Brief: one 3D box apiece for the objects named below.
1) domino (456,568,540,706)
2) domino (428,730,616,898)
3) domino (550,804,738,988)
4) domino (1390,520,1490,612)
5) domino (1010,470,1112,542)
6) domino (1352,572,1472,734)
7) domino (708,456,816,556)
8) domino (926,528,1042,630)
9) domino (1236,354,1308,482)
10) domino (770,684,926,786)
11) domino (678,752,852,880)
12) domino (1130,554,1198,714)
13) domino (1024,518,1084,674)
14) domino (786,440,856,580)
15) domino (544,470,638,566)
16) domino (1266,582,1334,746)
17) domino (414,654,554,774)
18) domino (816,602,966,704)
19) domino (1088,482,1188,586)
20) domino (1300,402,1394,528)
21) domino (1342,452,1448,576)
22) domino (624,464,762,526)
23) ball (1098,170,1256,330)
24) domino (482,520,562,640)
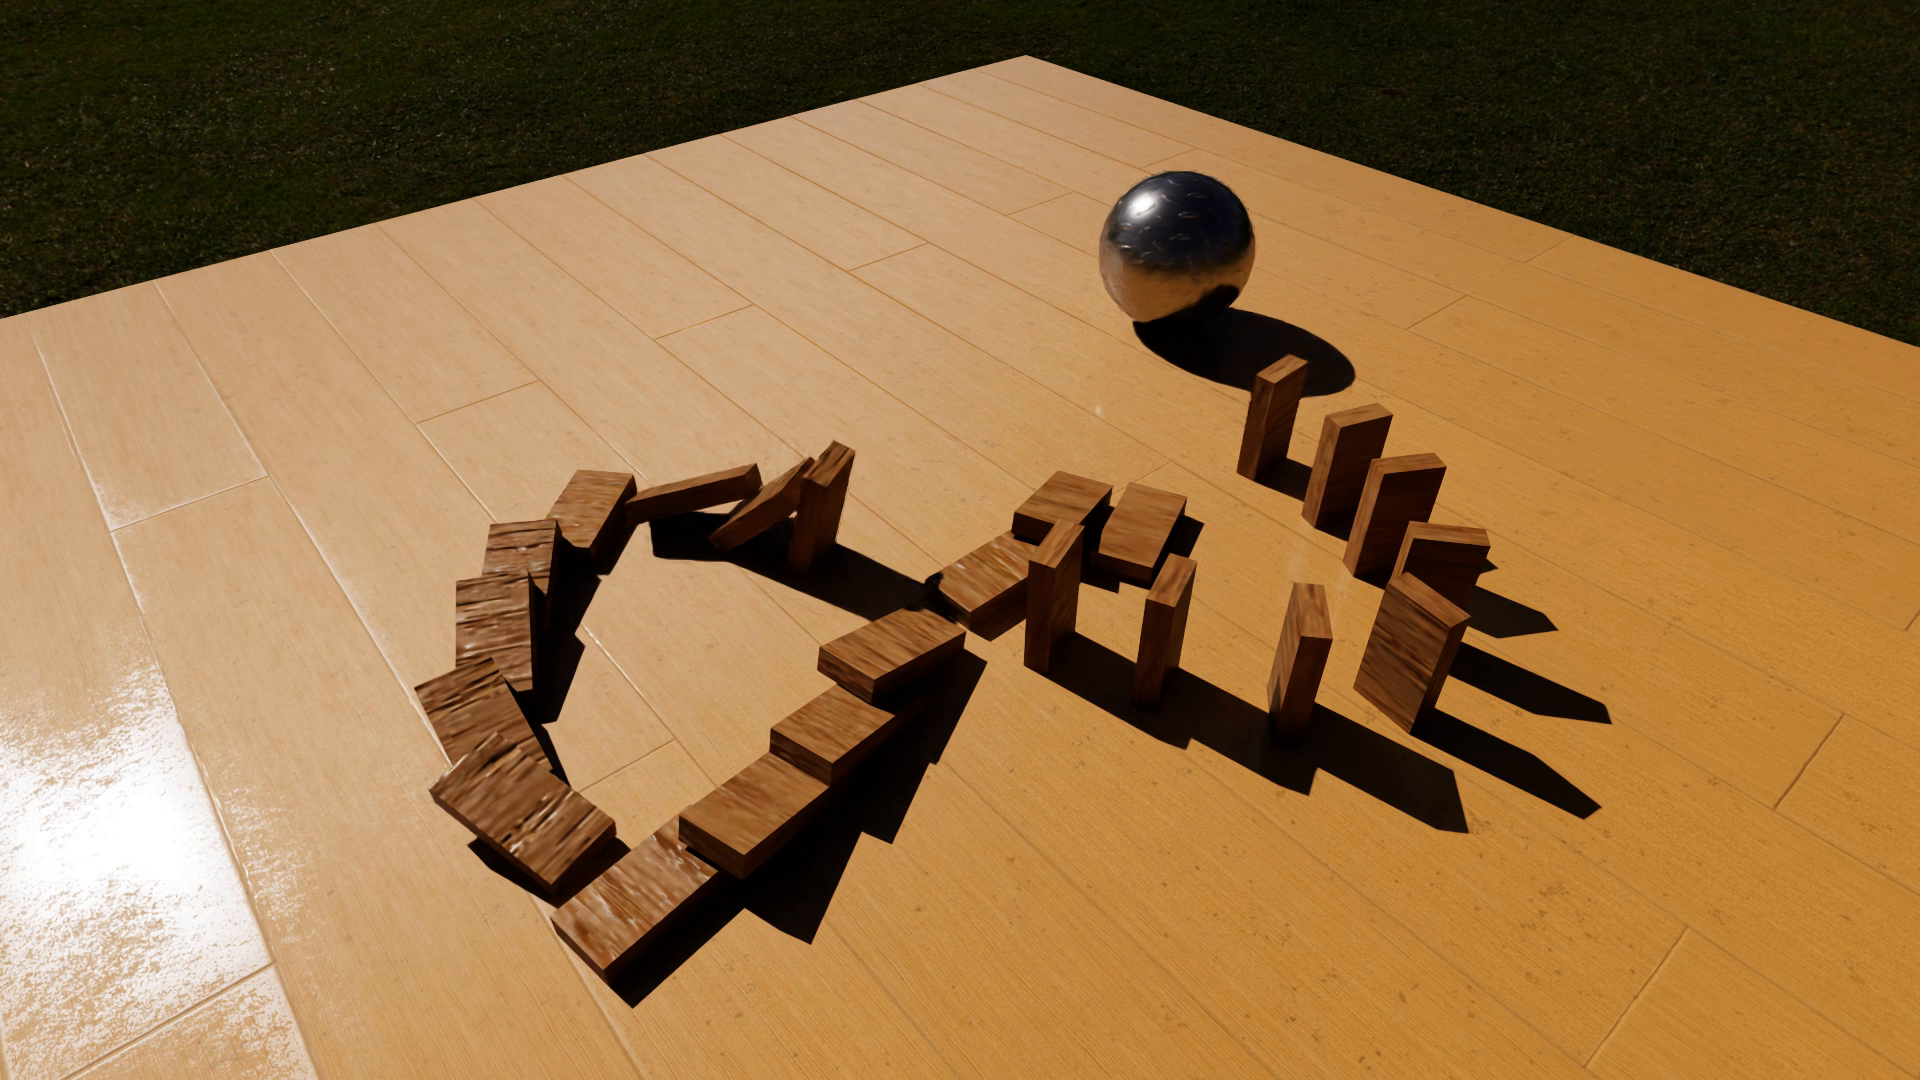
[{"bbox_3d":[-0.164,0.035,0.389,0.025,0.009,0.050,-10,56,-10],"label":"domino"},{"bbox_3d":[-0.132,0.082,0.333,0.050,0.010,0.025,31,51,14],"label":"domino"},{"bbox_3d":[-0.089,0.102,0.319,0.025,0.010,0.050,28,47,30],"label":"domino"},{"bbox_3d":[0.167,0.017,0.391,0.025,0.050,0.009,7,40,8],"label":"domino"},{"bbox_3d":[0.042,-0.013,0.450,0.025,0.009,0.050,17,29,19],"label":"domino"},{"bbox_3d":[0.149,0.038,0.365,0.009,0.050,0.025,-21,44,-24],"label":"domino"},{"bbox_3d":[-0.077,-0.013,0.435,0.050,0.009,0.025,-27,21,39],"label":"domino"},{"bbox_3d":[0.014,0.014,0.427,0.050,0.010,0.025,-30,48,-31],"label":"domino"},{"bbox_3d":[0.135,-0.052,0.475,0.025,0.050,0.009,-31,49,-32],"label":"domino"},{"bbox_3d":[-0.036,0.060,0.361,0.025,0.009,0.050,23,31,26],"label":"domino"},{"bbox_3d":[-0.059,0.080,0.336,0.025,0.009,0.050,22,30,25],"label":"domino"},{"bbox_3d":[0.069,0.032,0.372,0.010,0.050,0.025,17,42,20],"label":"domino"},{"bbox_3d":[0.033,0.020,0.387,0.010,0.050,0.025,18,43,21],"label":"domino"},{"bbox_3d":[-0.054,-0.011,0.425,0.010,0.050,0.025,25,43,6],"label":"domino"},{"bbox_3d":[-0.155,-0.010,0.456,0.025,0.010,0.050,4,40,5],"label":"domino"},{"bbox_3d":[0.111,0.041,0.361,0.010,0.050,0.025,5,40,6],"label":"domino"},{"bbox_3d":[-0.154,0.063,0.357,0.025,0.010,0.050,-26,60,-28],"label":"domino"},{"bbox_3d":[-0.023,0.039,0.385,0.025,0.009,0.050,26,30,30],"label":"domino"},{"bbox_3d":[0.073,-0.003,0.447,0.025,0.010,0.050,16,42,19],"label":"domino"},{"bbox_3d":[0.157,-0.030,0.448,0.025,0.050,0.009,-14,41,-17],"label":"domino"},{"bbox_3d":[0.166,-0.009,0.423,0.025,0.050,0.009,-7,40,-8],"label":"domino"},{"bbox_3d":[-0.108,-0.019,0.451,0.050,0.010,0.025,-13,14,4],"label":"domino"},{"bbox_3d":[0.112,-0.149,0.570,0.080,0.080,0.080,0,39,0],"label":"ball"},{"bbox_3d":[-0.167,0.015,0.417,0.025,0.010,0.050,-5,52,-6],"label":"domino"}]
